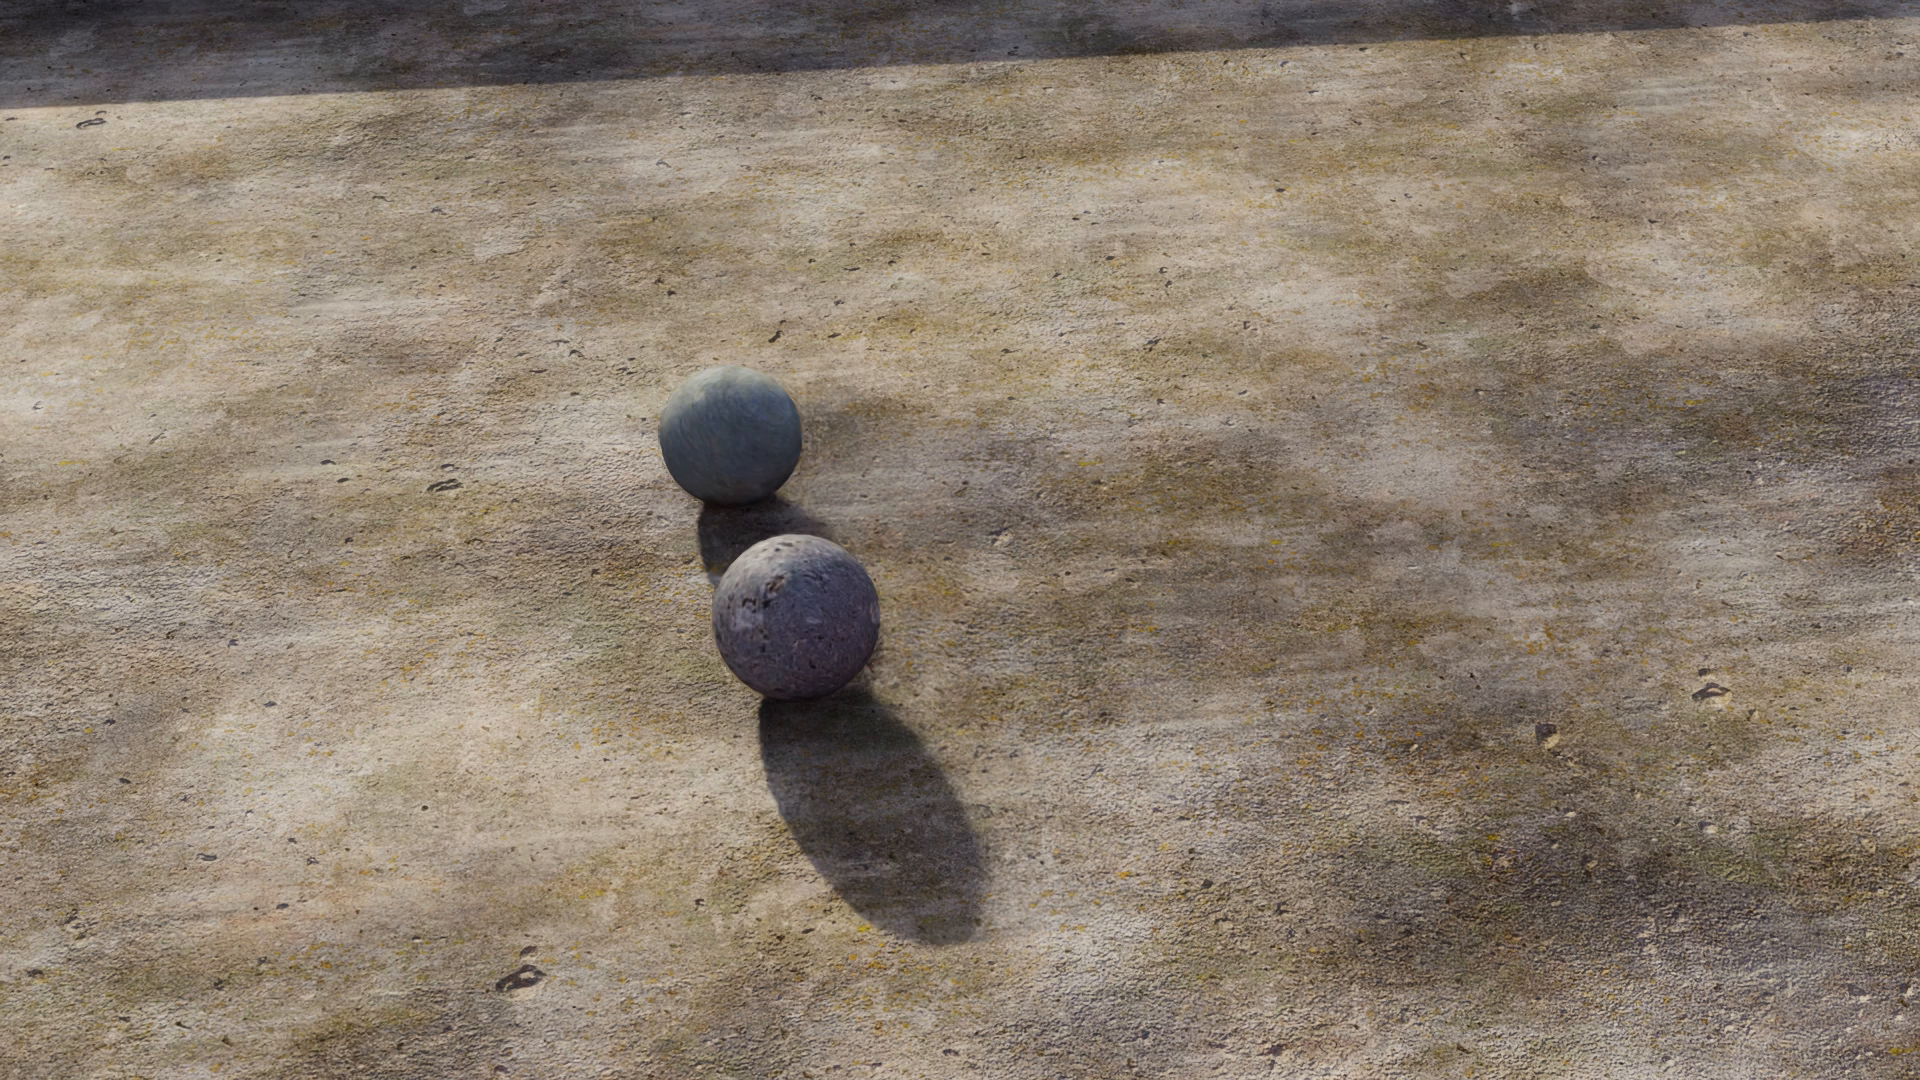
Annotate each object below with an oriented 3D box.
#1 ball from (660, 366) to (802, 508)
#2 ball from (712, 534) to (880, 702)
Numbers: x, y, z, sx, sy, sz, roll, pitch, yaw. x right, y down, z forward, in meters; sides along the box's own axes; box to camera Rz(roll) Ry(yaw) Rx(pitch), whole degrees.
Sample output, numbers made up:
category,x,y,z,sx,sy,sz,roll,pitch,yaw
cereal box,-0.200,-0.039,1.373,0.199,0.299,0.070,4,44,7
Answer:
category,x,y,z,sx,sy,sz,roll,pitch,yaw
ball,-0.141,-0.064,1.585,0.088,0.088,0.088,0,37,0
ball,-0.092,0.043,1.435,0.094,0.094,0.094,0,37,0
